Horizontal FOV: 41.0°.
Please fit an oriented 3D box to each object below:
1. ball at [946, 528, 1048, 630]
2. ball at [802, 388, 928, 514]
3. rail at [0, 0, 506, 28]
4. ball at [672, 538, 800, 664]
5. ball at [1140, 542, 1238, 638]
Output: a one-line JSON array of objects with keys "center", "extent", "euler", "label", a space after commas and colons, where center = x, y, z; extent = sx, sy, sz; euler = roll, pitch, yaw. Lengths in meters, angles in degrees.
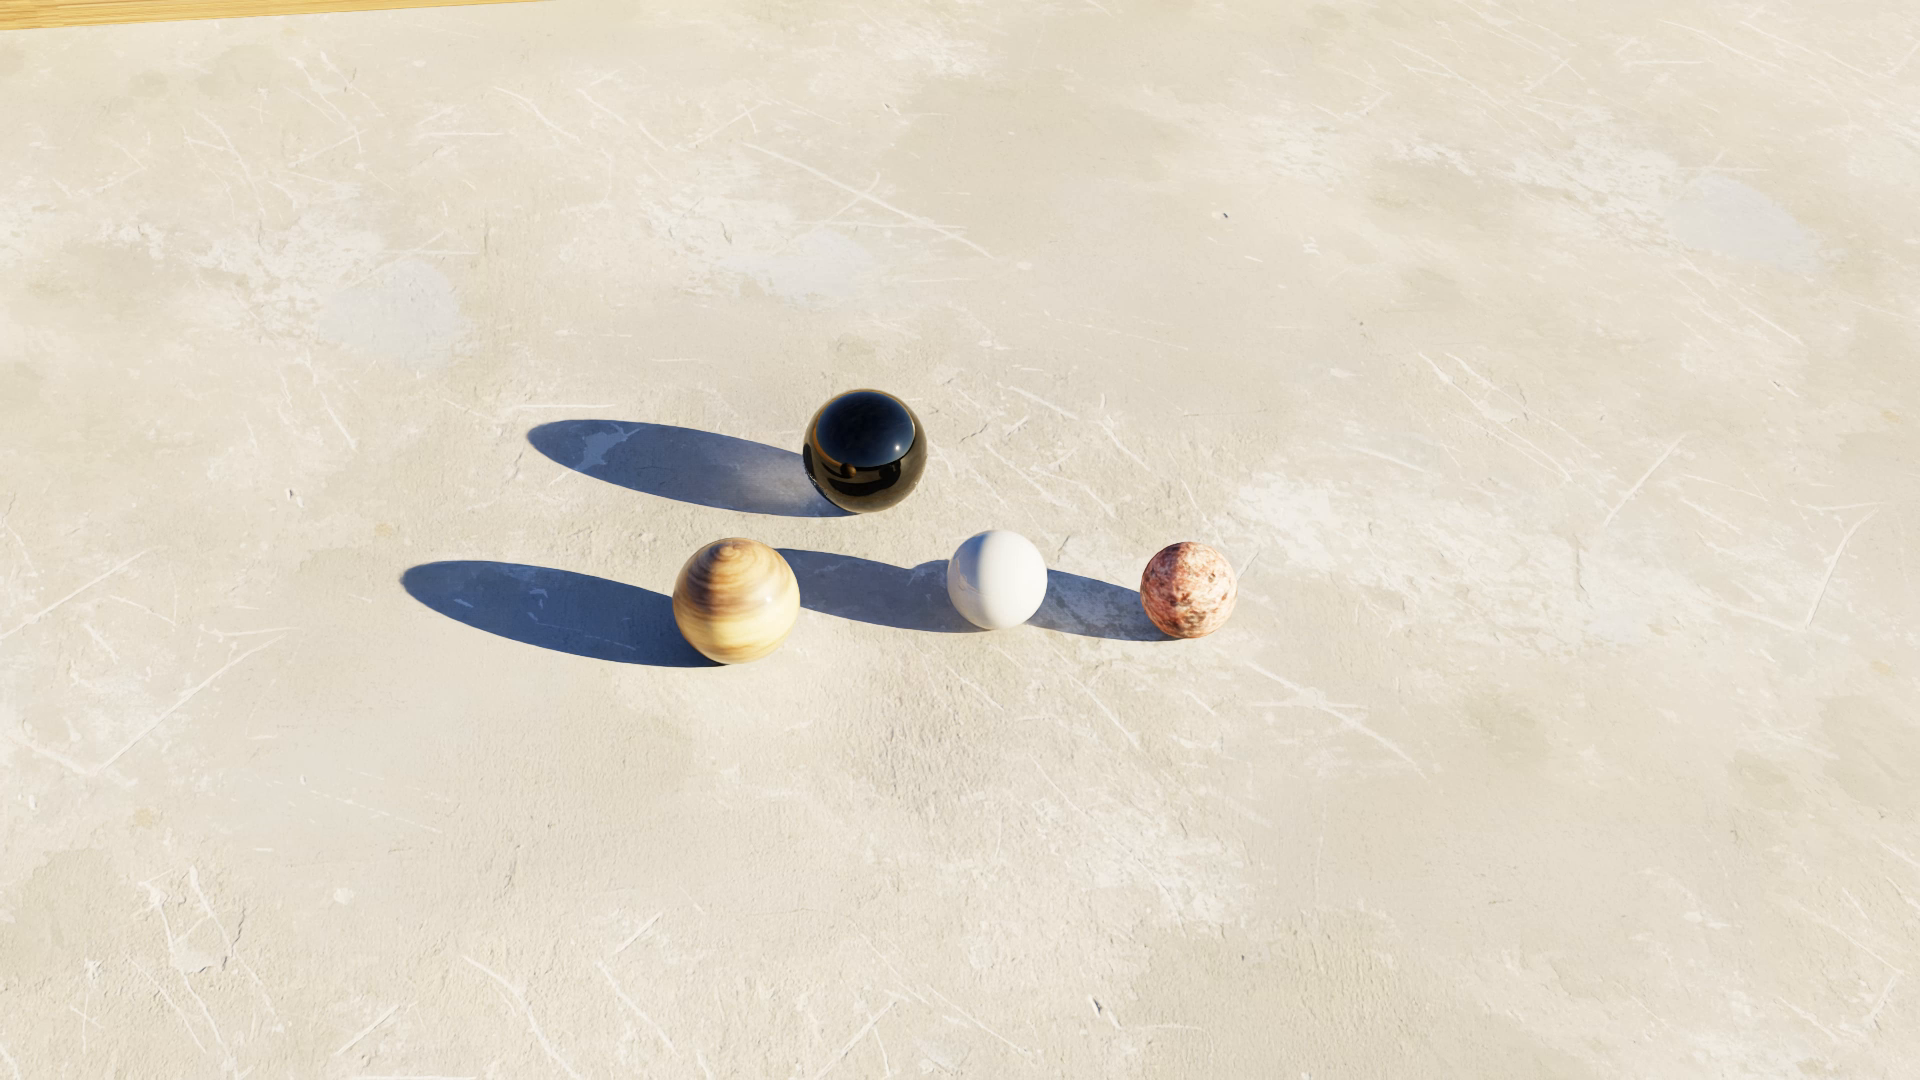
[{"center": [0.022, 0.024, 1.532], "extent": [0.060, 0.060, 0.060], "euler": [0, 36, 0], "label": "ball"}, {"center": [-0.060, -0.057, 1.624], "extent": [0.080, 0.080, 0.080], "euler": [0, 36, 0], "label": "ball"}, {"center": [0.749, -0.599, 2.318], "extent": [3.470, 0.125, 0.045], "euler": [-4, 37, -6], "label": "rail"}, {"center": [-0.131, 0.036, 1.504], "extent": [0.075, 0.075, 0.075], "euler": [0, 36, 0], "label": "ball"}, {"center": [0.136, 0.030, 1.526], "extent": [0.058, 0.058, 0.058], "euler": [0, 36, 0], "label": "ball"}]
